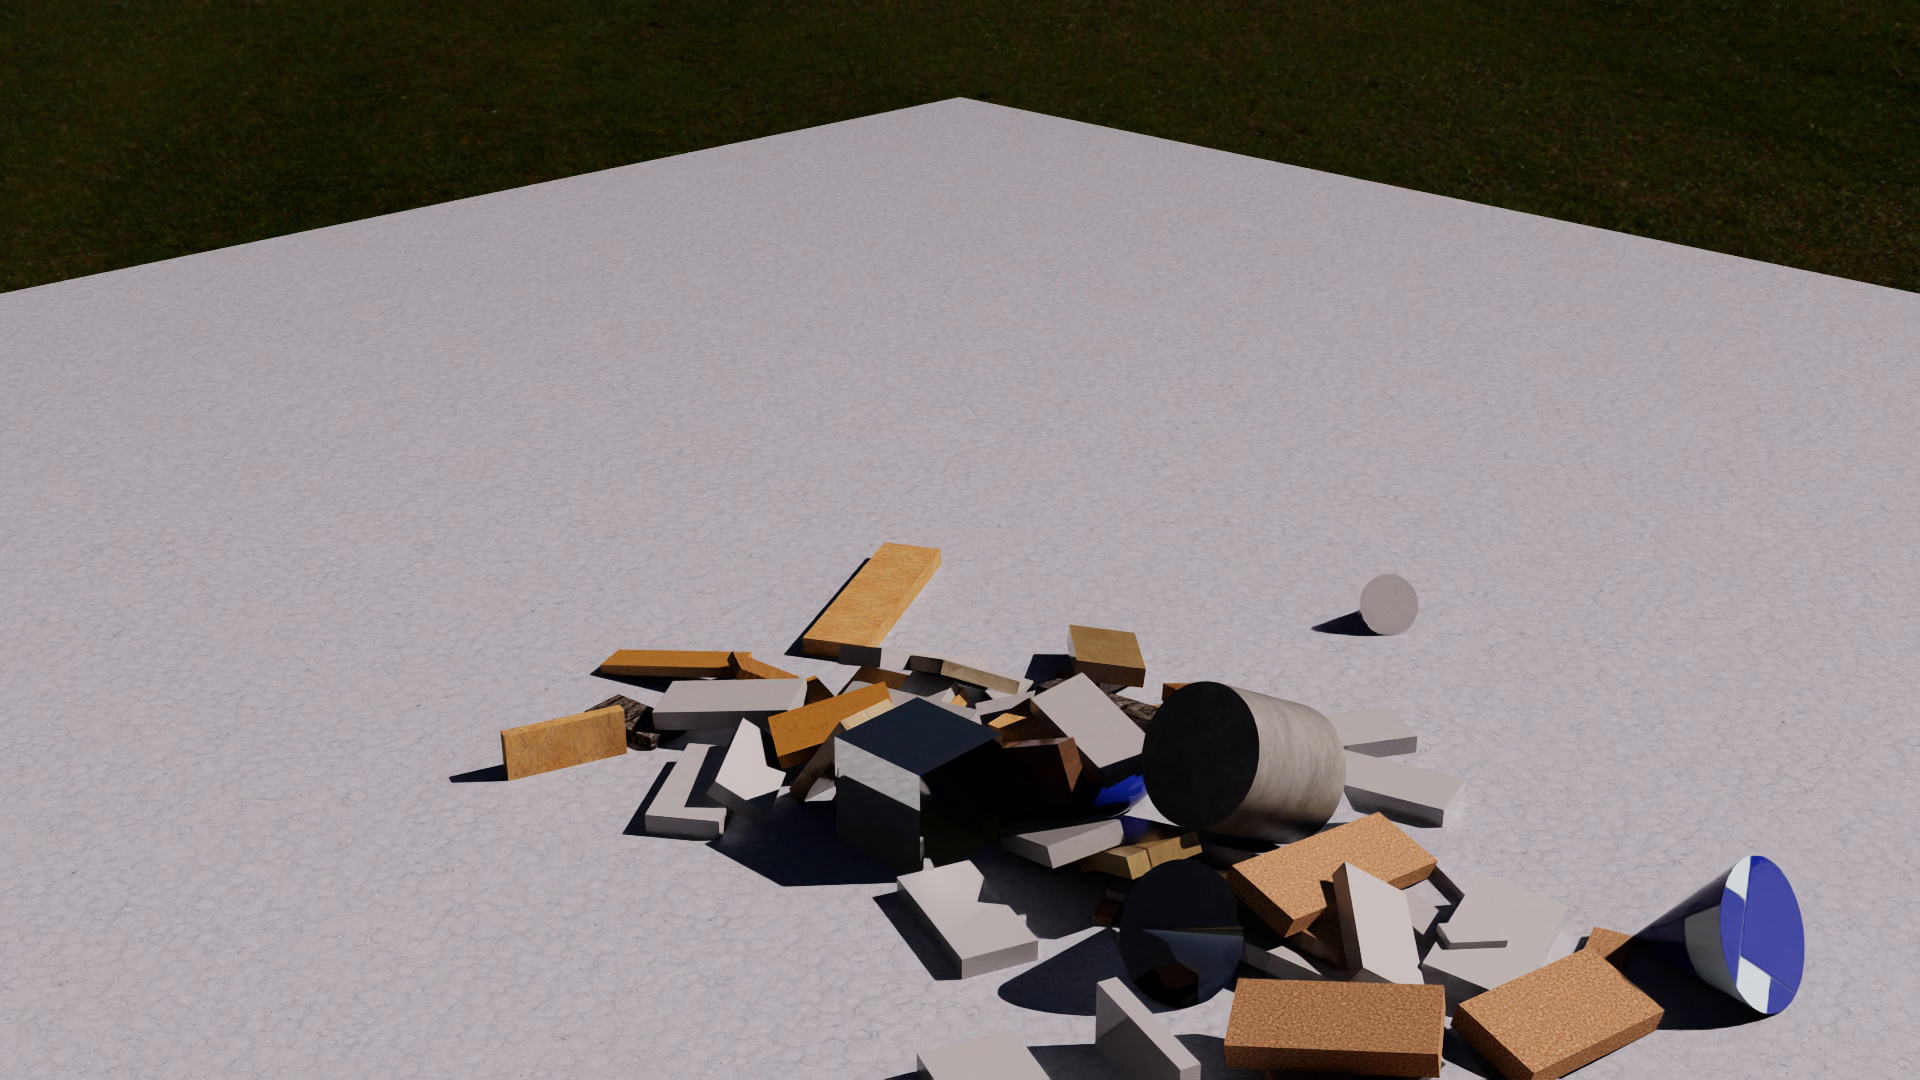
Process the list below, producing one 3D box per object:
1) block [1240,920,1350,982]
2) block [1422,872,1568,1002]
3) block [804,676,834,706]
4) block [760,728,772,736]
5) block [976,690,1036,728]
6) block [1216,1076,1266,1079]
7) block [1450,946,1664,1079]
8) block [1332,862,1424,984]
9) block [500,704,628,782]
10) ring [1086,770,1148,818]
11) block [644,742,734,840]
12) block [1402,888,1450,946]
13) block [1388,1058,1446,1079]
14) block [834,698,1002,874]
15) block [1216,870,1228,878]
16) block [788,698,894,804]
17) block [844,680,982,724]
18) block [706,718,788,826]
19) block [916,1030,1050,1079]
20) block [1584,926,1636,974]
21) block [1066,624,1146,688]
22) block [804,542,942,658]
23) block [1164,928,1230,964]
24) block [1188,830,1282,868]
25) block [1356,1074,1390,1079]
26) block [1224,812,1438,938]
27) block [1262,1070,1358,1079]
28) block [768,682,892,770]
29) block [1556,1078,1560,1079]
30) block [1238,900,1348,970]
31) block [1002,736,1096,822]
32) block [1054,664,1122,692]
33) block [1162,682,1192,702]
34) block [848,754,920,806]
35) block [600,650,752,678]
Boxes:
[{"bbox_3d":[0.561,0.735,3.937,0.426,0.035,0.125,19,12,37],"label":"block"},{"bbox_3d":[0.962,0.728,3.955,0.171,0.048,0.342,19,29,23],"label":"block"},{"bbox_3d":[-0.320,0.366,4.775,0.103,0.029,0.207,-20,29,-19],"label":"block"},{"bbox_3d":[-0.381,0.407,4.770,0.175,0.025,0.088,-3,23,-8],"label":"block"},{"bbox_3d":[0.147,0.369,4.704,0.222,0.111,0.031,-12,53,-4],"label":"block"},{"bbox_3d":[0.449,0.946,3.484,0.128,0.036,0.256,-2,23,-5],"label":"block"},{"bbox_3d":[1.012,0.808,3.720,0.342,0.048,0.171,-12,39,-35],"label":"block"},{"bbox_3d":[0.740,0.700,3.889,0.137,0.039,0.275,28,29,-15],"label":"block"},{"bbox_3d":[-0.832,0.426,4.625,0.259,0.103,0.029,-12,26,-25],"label":"block"},{"bbox_3d":[0.219,0.454,4.531,0.384,0.128,0.384,0,24,0],"label":"ring"},{"bbox_3d":[-0.524,0.512,4.499,0.152,0.043,0.304,4,23,9],"label":"block"},{"bbox_3d":[0.849,0.700,4.084,0.075,0.021,0.149,-11,25,-24],"label":"block"},{"bbox_3d":[0.738,0.869,3.585,0.016,0.112,0.056,36,15,-27],"label":"block"},{"bbox_3d":[-0.081,0.486,4.321,0.231,0.231,0.231,20,30,39],"label":"block"},{"bbox_3d":[0.461,0.632,4.104,0.220,0.031,0.110,7,-4,-2],"label":"block"},{"bbox_3d":[-0.237,0.428,4.449,0.133,0.266,0.038,-22,68,-42],"label":"block"},{"bbox_3d":[-0.128,0.389,4.597,0.312,0.043,0.153,11,45,30],"label":"block"},{"bbox_3d":[-0.427,0.474,4.505,0.129,0.036,0.257,33,25,-7],"label":"block"},{"bbox_3d":[0.076,0.921,3.528,0.174,0.049,0.348,-9,25,-21],"label":"block"},{"bbox_3d":[1.163,0.751,3.963,0.075,0.021,0.149,12,26,25],"label":"block"},{"bbox_3d":[0.328,0.260,4.967,0.153,0.043,0.307,7,12,-2],"label":"block"},{"bbox_3d":[-0.207,0.145,5.364,0.152,0.043,0.593,7,24,15],"label":"block"},{"bbox_3d":[0.435,0.734,4.010,0.117,0.017,0.058,21,30,40],"label":"block"},{"bbox_3d":[0.565,0.607,4.225,0.266,0.038,0.133,10,5,21],"label":"block"},{"bbox_3d":[0.661,0.919,3.530,0.110,0.031,0.624,-17,27,-13],"label":"block"},{"bbox_3d":[0.693,0.615,4.078,0.494,0.043,0.152,-9,40,-47],"label":"block"},{"bbox_3d":[0.576,0.886,3.552,0.128,0.036,0.256,-13,26,-5],"label":"block"},{"bbox_3d":[-0.262,0.385,4.580,0.257,0.036,0.129,-17,37,-4],"label":"block"},{"bbox_3d":[0.954,0.913,3.588,0.056,0.016,0.112,12,26,27],"label":"block"},{"bbox_3d":[0.633,0.707,3.975,0.125,0.035,0.250,3,13,-39],"label":"block"},{"bbox_3d":[0.129,0.472,4.309,0.043,0.152,0.303,-19,5,-38],"label":"block"},{"bbox_3d":[0.314,0.303,4.941,0.111,0.031,0.222,14,14,28],"label":"block"},{"bbox_3d":[0.564,0.360,4.765,0.137,0.039,0.274,1,9,-24],"label":"block"},{"bbox_3d":[-0.151,0.483,4.583,0.109,0.031,0.222,5,24,13],"label":"block"},{"bbox_3d":[-0.645,0.281,4.999,0.347,0.025,0.088,0,21,23],"label":"block"}]
